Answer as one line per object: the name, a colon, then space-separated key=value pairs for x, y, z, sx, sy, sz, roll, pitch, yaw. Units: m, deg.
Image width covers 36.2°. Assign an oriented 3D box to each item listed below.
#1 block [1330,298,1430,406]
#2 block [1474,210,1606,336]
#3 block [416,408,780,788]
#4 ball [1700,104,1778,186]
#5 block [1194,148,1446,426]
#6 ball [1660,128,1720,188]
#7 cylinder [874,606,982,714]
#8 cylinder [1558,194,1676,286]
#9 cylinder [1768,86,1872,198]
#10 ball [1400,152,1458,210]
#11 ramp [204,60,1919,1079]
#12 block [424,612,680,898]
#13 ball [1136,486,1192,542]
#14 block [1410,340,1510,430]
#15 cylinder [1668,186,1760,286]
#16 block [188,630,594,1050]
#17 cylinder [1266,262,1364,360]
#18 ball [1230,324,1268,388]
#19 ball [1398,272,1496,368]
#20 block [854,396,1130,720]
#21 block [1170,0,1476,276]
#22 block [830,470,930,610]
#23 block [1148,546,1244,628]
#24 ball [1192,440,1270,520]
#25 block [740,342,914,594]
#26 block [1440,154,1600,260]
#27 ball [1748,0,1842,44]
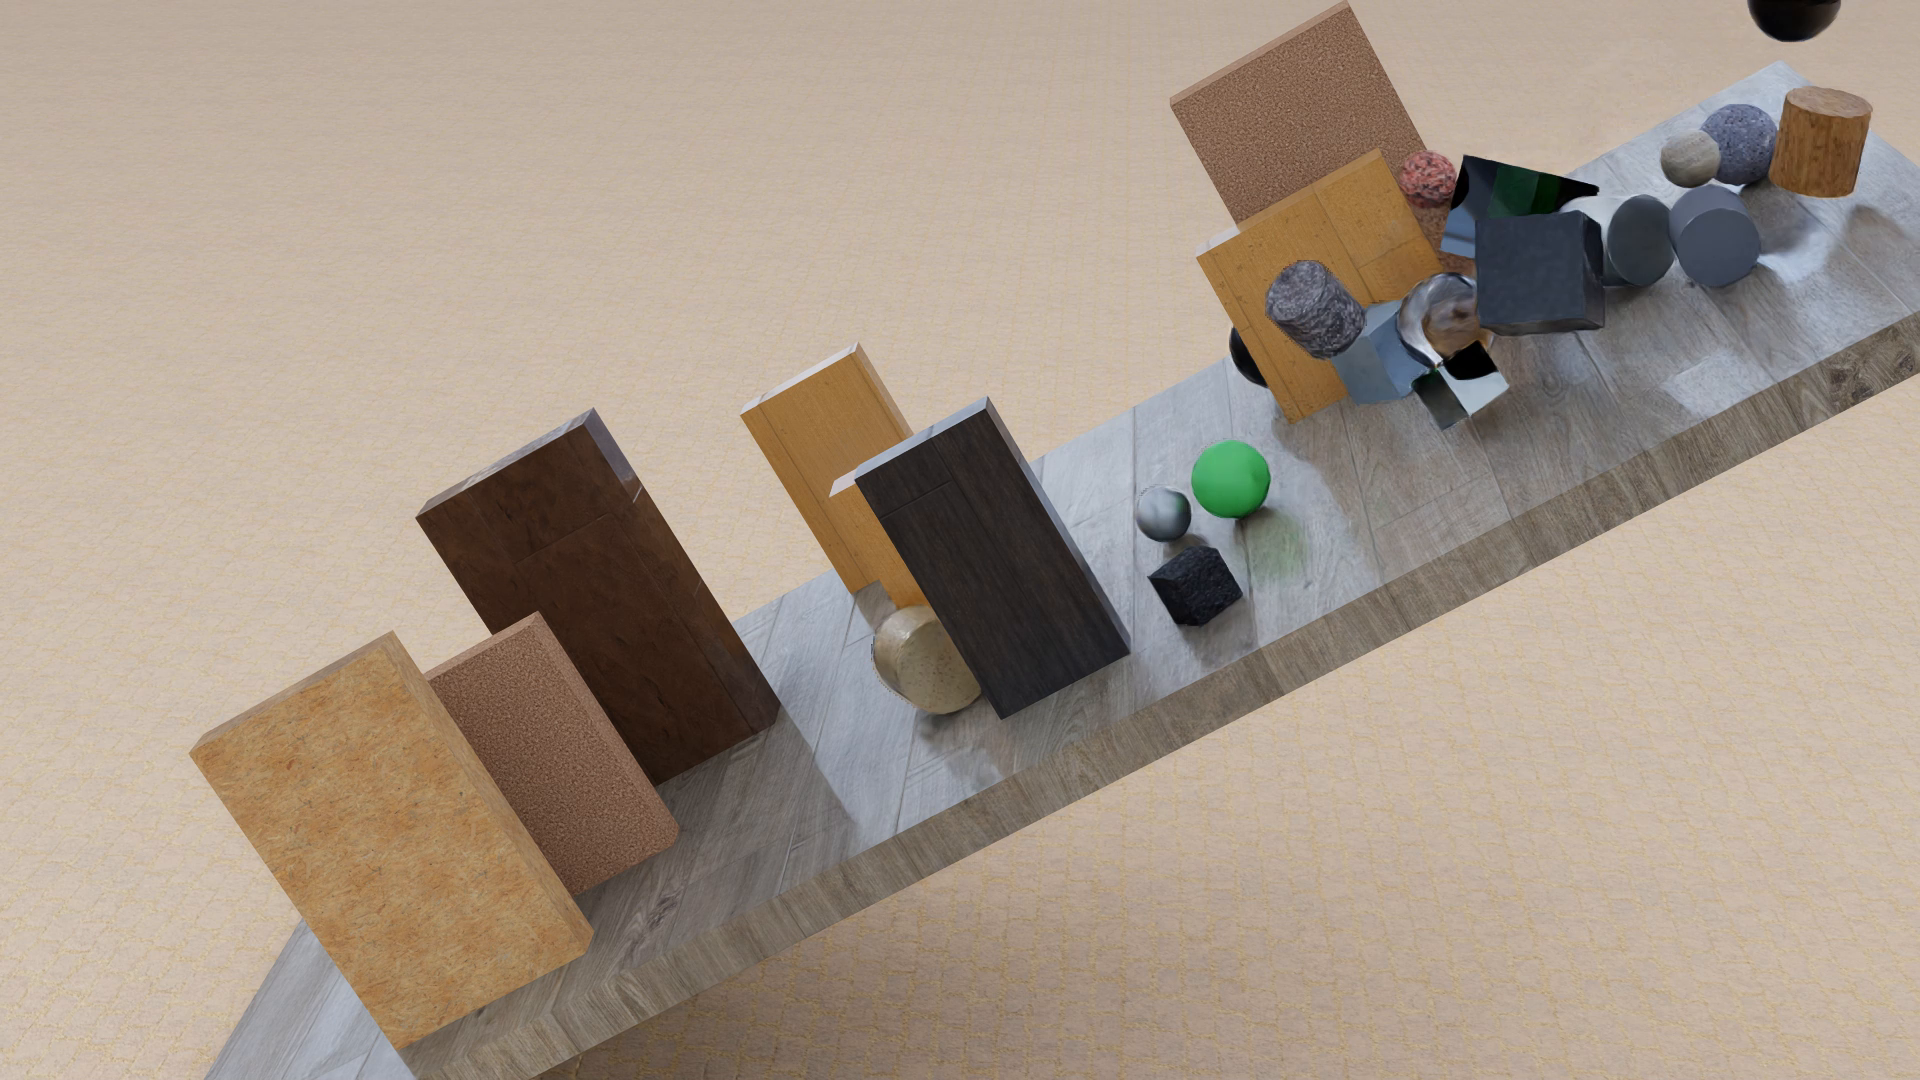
block: x=0.887 y=-0.393 z=6.138 sx=0.154 sy=0.154 sz=0.154 roll=-38 pitch=16 yaw=-26
block: x=1.097 y=-0.501 z=5.555 sx=0.199 sy=0.199 sz=0.199 roll=-3 pitch=-4 yaw=23
block: x=-0.783 y=0.157 z=6.413 sx=0.431 sy=0.781 sz=0.126 roll=-28 pitch=15 yaw=12
ball: x=1.607 y=-0.816 z=6.073 sx=0.168 sy=0.168 sz=0.168 roll=0 pitch=18 yaw=0
block: x=0.797 y=-0.538 z=6.265 sx=0.441 sy=0.423 sz=0.095 roll=-28 pitch=15 yaw=12
ball: x=1.422 y=-0.742 z=5.726 sx=0.115 sy=0.115 sz=0.115 roll=0 pitch=18 yaw=0
cylinder: x=-0.058 y=0.236 z=5.866 sx=0.189 sy=0.189 sz=0.189 roll=-5 pitch=8 yaw=-15
cylinder: x=1.309 y=-0.600 z=5.897 sx=0.179 sy=0.179 sz=0.179 roll=-10 pitch=9 yaw=-27
cylinder: x=1.645 y=-0.761 z=5.624 sx=0.162 sy=0.162 sz=0.162 roll=4 pitch=29 yaw=-2
ball: x=0.979 y=-0.751 z=6.149 sx=0.119 sy=0.119 sz=0.119 roll=0 pitch=18 yaw=0
ramp: x=0.142 y=0.168 z=6.284 sx=4.000 sy=0.100 sz=2.000 roll=-28 pitch=15 yaw=12
block: x=-0.888 y=0.473 z=6.041 sx=0.386 sy=0.547 sz=0.087 roll=-28 pitch=15 yaw=12
ball: x=0.417 y=-0.053 z=6.027 sx=0.116 sy=0.116 sz=0.116 roll=0 pitch=18 yaw=0
block: x=0.959 y=-0.298 z=5.644 sx=0.110 sy=0.110 sz=0.110 roll=-35 pitch=1 yaw=-22
cylinder: x=1.442 y=-0.583 z=5.631 sx=0.154 sy=0.154 sz=0.154 roll=2 pitch=24 yaw=5
block: x=-1.099 y=0.590 z=5.717 sx=0.447 sy=0.725 sz=0.097 roll=-28 pitch=15 yaw=12
cylinder: x=0.694 y=-0.448 z=5.742 sx=0.138 sy=0.138 sz=0.138 roll=38 pitch=-8 yaw=-37
ball: x=0.703 y=-0.440 z=6.570 sx=0.203 sy=0.203 sz=0.203 roll=0 pitch=18 yaw=0
ball: x=0.994 y=-0.444 z=5.996 sx=0.203 sy=0.203 sz=0.203 roll=0 pitch=18 yaw=0
block: x=0.065 y=0.037 z=5.564 sx=0.283 sy=0.551 sz=0.089 roll=-28 pitch=15 yaw=12
block: x=0.828 y=-0.806 z=6.606 sx=0.447 sy=0.665 sz=0.106 roll=-28 pitch=15 yaw=12
block: x=-0.043 y=0.009 z=6.128 sx=0.271 sy=0.426 sz=0.117 roll=-28 pitch=15 yaw=12
block: x=0.443 y=0.086 z=5.529 sx=0.107 sy=0.107 sz=0.107 roll=-36 pitch=15 yaw=-17
ball: x=0.545 y=-0.121 z=5.913 sx=0.159 sy=0.159 sz=0.159 roll=0 pitch=18 yaw=0
block: x=-0.250 y=-0.169 z=6.974 sx=0.316 sy=0.510 sz=0.090 roll=-28 pitch=15 yaw=12
block: x=1.164 y=-0.670 z=6.122 sx=0.204 sy=0.204 sz=0.204 roll=5 pitch=12 yaw=-42
ball: x=1.660 y=-1.081 z=5.852 sx=0.182 sy=0.182 sz=0.182 roll=0 pitch=18 yaw=0
